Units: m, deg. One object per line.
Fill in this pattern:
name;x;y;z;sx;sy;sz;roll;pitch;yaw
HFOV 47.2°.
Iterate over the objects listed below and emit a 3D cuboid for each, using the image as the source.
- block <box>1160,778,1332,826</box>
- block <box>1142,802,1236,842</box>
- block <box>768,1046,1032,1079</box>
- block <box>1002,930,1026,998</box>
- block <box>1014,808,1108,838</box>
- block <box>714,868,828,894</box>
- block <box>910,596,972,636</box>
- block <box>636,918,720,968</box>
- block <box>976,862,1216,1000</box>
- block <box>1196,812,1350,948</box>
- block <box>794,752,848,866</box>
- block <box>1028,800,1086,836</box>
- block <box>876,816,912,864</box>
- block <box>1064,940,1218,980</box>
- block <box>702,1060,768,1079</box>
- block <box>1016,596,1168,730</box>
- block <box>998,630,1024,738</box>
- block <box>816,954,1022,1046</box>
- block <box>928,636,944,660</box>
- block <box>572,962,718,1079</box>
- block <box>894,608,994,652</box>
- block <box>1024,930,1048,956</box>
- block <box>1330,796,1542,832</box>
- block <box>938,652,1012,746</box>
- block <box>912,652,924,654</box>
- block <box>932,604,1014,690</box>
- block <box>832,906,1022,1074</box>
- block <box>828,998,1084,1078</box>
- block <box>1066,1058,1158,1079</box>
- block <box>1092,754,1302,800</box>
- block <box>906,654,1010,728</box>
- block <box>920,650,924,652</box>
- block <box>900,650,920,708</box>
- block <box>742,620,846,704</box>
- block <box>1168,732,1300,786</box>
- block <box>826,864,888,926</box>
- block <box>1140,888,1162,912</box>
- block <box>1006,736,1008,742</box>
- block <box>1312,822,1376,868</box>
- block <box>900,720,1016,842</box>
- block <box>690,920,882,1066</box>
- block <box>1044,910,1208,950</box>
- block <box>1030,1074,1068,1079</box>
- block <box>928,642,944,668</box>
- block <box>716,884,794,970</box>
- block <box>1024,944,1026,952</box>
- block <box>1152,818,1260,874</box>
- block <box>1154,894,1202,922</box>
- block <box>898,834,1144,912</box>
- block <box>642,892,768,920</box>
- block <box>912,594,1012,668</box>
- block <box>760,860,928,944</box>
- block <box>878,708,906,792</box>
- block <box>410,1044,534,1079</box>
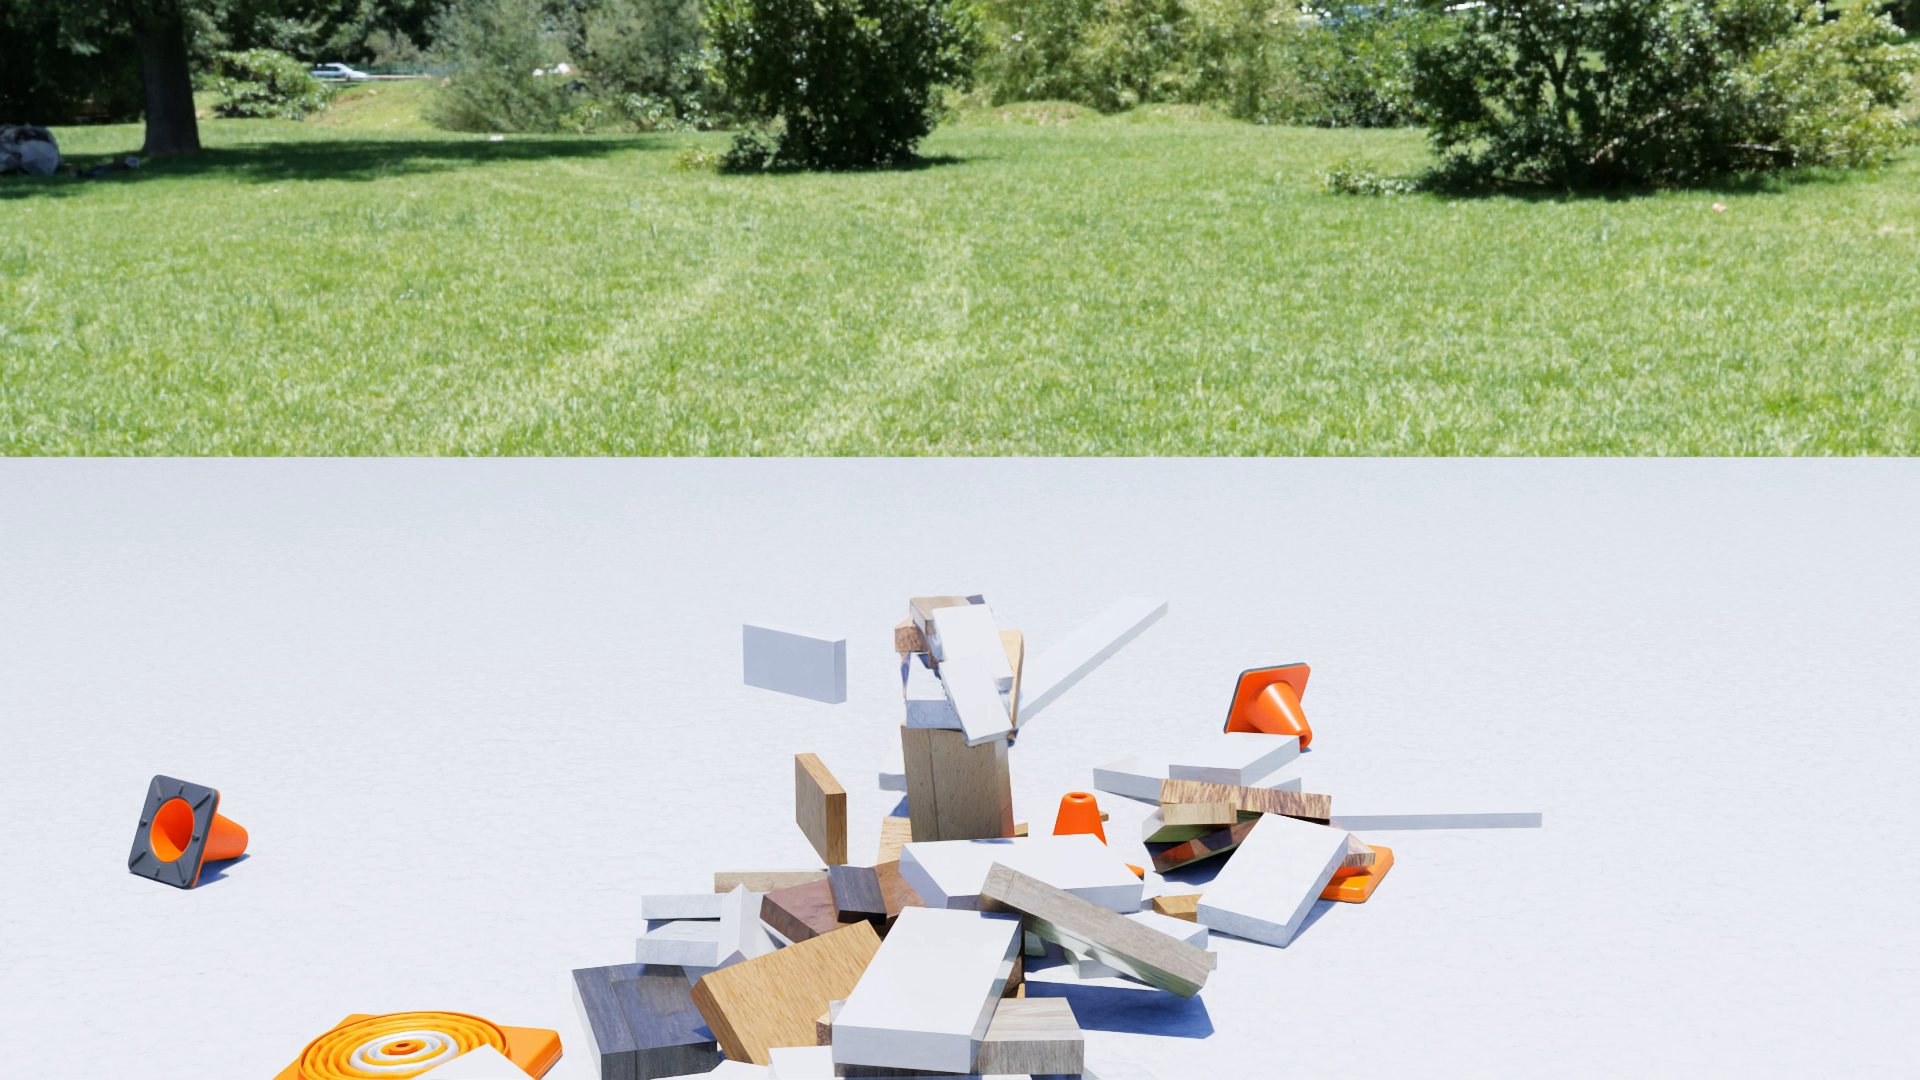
block;0.506;0.474;3.898;0.295;0.042;0.148;5;-18;10
block;0.396;0.492;3.824;0.123;0.035;0.246;-1;-15;-4
block;-0.078;0.687;2.788;0.314;0.044;0.157;0;8;-11
block;0.039;0.622;3.182;0.110;0.031;0.220;0;19;2
block;0.155;0.522;4.000;0.261;0.014;0.048;-8;13;-35
block;-0.265;0.559;3.602;0.247;0.035;0.124;-2;-6;12
block;-0.026;0.127;3.725;0.095;0.027;0.189;-2;10;-9
block;-0.391;0.606;3.313;0.130;0.037;0.259;1;-4;7
block;0.191;0.563;3.162;0.338;0.048;0.169;22;-17;5
block;0.510;0.547;3.566;0.148;0.042;0.295;11;28;27
block;-0.249;0.477;3.921;0.037;0.130;0.259;-3;11;-16
block;0.172;0.517;3.927;0.103;0.029;0.205;3;15;1
block;-0.101;0.532;3.680;0.071;0.020;0.142;2;53;8
block;0.275;0.631;3.364;0.214;0.030;0.107;-2;11;-10
block;-0.201;0.731;2.798;0.292;0.041;0.146;4;11;21
block;0.266;0.283;5.229;0.123;0.035;1.303;4;11;20
block;0.038;0.309;4.696;0.174;0.049;0.347;-4;29;8
block;-0.053;0.636;3.035;0.146;0.041;0.292;12;23;31
block;-0.002;0.165;3.666;0.094;0.027;0.189;-1;10;-5
block;-0.448;0.674;3.096;0.157;0.044;0.314;-3;11;-17
block;-0.029;0.187;4.594;0.174;0.049;0.347;-4;2;6
block;0.100;0.607;3.356;0.052;0.015;0.103;3;-32;15
block;0.813;0.504;4.051;0.493;0.029;0.103;-1;11;-3
block;0.024;0.247;3.423;0.071;0.020;0.142;-14;58;-15
block;-0.034;0.292;4.208;0.124;0.035;0.247;0;27;0
block;0.019;0.175;3.539;0.095;0.027;0.189;-5;37;-11
block;-0.034;0.583;2.895;0.169;0.048;0.497;2;8;8
block;-0.008;0.639;2.829;0.314;0.044;0.157;1;7;-6
block;0.236;0.717;2.780;0.107;0.030;0.214;14;6;-32
block;0.446;0.460;4.162;0.148;0.042;0.388;-10;10;-43
block;-0.002;0.245;3.603;0.163;0.046;0.327;0;10;0
block;-0.022;0.277;4.342;0.112;0.032;0.223;-5;24;1
block;-0.034;0.280;4.579;0.174;0.049;0.347;-7;16;-1
block;-0.375;0.276;4.970;0.286;0.143;0.041;9;14;39
block;0.520;0.416;4.148;0.143;0.041;0.286;1;8;30
block;-0.154;0.527;3.270;0.071;0.020;0.142;6;18;-12
block;0.245;0.595;3.580;0.157;0.022;0.078;-9;14;-40
block;-0.003;0.411;3.740;0.163;0.327;0.046;0;11;0
block;0.635;0.517;3.740;0.078;0.022;0.157;-2;13;-16
block;0.002;0.444;3.553;0.163;0.327;0.046;5;23;24
block;-0.210;0.638;3.049;0.305;0.043;0.153;-11;55;-45
block;0.241;0.598;3.363;0.246;0.035;0.123;8;13;37
block;0.133;0.726;2.852;0.107;0.030;0.466;-3;11;-16
block;0.002;0.178;3.761;0.112;0.032;0.223;0;10;-2
block;-0.292;0.608;3.211;0.039;0.137;0.275;-39;11;3
block;0.010;0.637;3.238;0.110;0.031;0.220;5;20;18
block;0.438;0.525;3.798;0.205;0.029;0.103;-10;-16;-41
block;0.400;0.598;3.567;0.157;0.022;0.078;-2;11;-12
block;0.094;0.520;3.387;0.338;0.048;0.169;1;20;-27
block;-0.369;0.581;3.488;0.259;0.037;0.130;-1;-11;-4
block;0.001;0.199;4.302;0.143;0.041;0.286;-5;28;-10
block;-0.097;0.545;3.347;0.418;0.039;0.137;-7;24;-44
block;-0.064;0.389;4.094;0.124;0.035;0.247;5;26;9
block;-0.647;0.724;2.675;0.153;0.043;0.305;27;27;31
